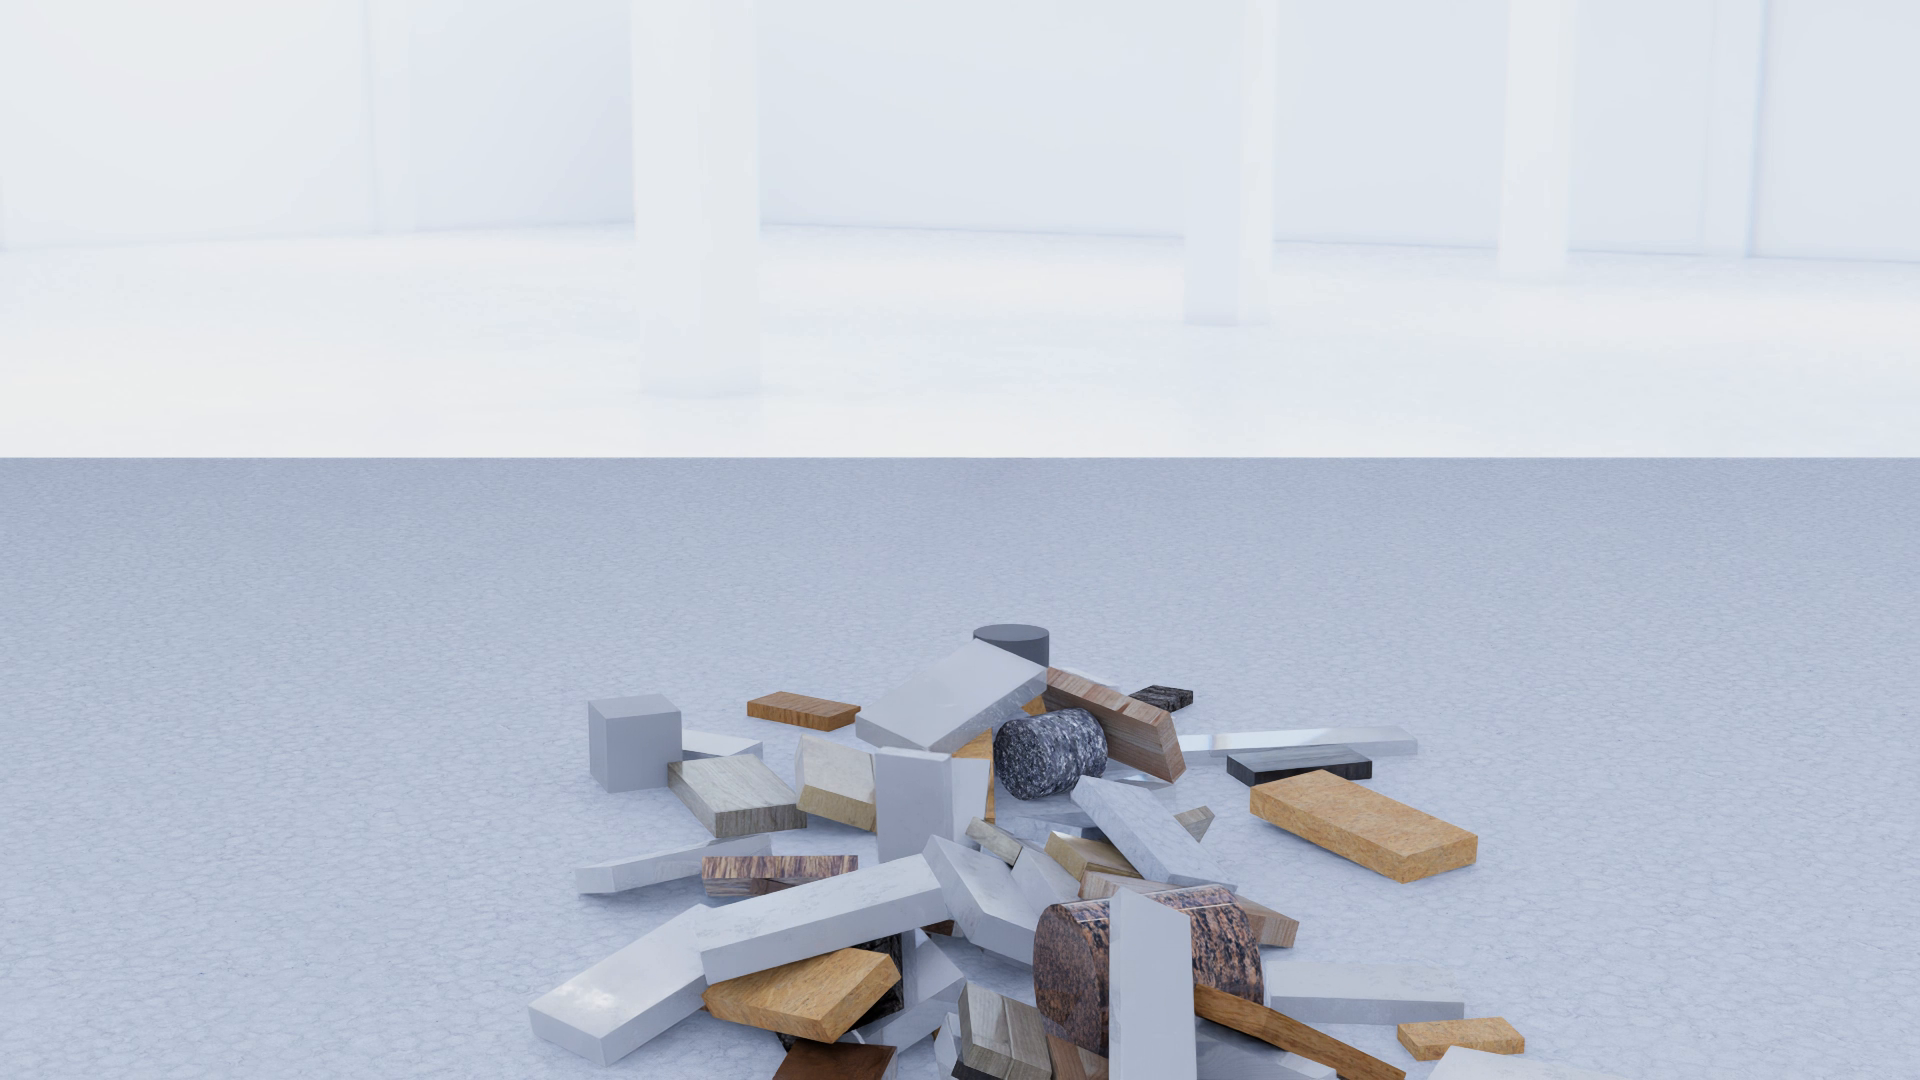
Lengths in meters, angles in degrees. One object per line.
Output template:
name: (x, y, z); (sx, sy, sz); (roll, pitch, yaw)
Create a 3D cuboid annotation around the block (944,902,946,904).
block: (-0.081, 0.574, 3.487); (0.086, 0.024, 0.172); (10, -9, 13)

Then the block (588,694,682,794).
block: (-0.636, 0.397, 4.305); (0.148, 0.148, 0.148); (-4, 11, -22)

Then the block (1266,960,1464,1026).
block: (0.585, 0.659, 3.194); (0.272, 0.039, 0.136); (1, 11, 5)

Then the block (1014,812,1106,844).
block: (0.231, 0.503, 3.825); (0.126, 0.036, 0.340); (6, -1, 30)

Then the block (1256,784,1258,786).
block: (0.660, 0.486, 4.158); (0.184, 0.026, 0.092); (-1, 11, -6)

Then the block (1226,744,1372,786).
block: (0.669, 0.447, 4.339); (0.254, 0.036, 0.127); (-3, 11, -18)

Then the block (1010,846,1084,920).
block: (0.202, 0.581, 3.390); (0.176, 0.050, 0.352); (24, 5, -14)

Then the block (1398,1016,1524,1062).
block: (0.695, 0.693, 3.055); (0.155, 0.022, 0.077); (-2, 11, -10)

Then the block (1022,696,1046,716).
block: (0.146, 0.344, 4.720); (0.201, 0.100, 0.028); (7, 13, 33)

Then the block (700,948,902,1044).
block: (-0.222, 0.617, 3.039); (0.279, 0.040, 0.140); (-3, 29, 49)

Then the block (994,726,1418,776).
block: (0.442, 0.428, 4.455); (0.979, 0.032, 0.113); (-2, 11, -10)

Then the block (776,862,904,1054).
block: (-0.173, 0.598, 3.168); (0.174, 0.049, 0.347); (-24, 18, 6)

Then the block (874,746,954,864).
block: (-0.074, 0.470, 3.635); (0.123, 0.247, 0.035); (4, 15, 23)

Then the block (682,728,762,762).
block: (-0.541, 0.424, 4.462); (0.254, 0.036, 0.127); (6, 12, 28)

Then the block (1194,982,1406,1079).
block: (0.434, 0.645, 2.827); (0.272, 0.039, 0.136); (30, -13, -33)

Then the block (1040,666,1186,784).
block: (0.292, 0.357, 4.261); (0.304, 0.152, 0.043); (19, 50, 41)

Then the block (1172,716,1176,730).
block: (0.302, 0.385, 4.507); (0.254, 0.036, 0.127); (-5, 9, -30)

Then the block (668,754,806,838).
block: (-0.423, 0.478, 4.137); (0.171, 0.049, 0.343); (-4, 11, -21)

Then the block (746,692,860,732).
block: (-0.338, 0.370, 4.763); (0.226, 0.032, 0.113); (7, 13, 35)

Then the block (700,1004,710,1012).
block: (-0.330, 0.626, 3.347); (0.162, 0.046, 0.325); (8, 13, 37)

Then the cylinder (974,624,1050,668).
cylinder: (0.113, 0.285, 4.850); (0.168, 0.168, 0.168); (0, 11, 0)

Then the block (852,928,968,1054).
block: (-0.106, 0.628, 3.151); (0.162, 0.046, 0.325); (-31, 18, -12)

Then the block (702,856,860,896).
block: (-0.292, 0.551, 3.606); (0.251, 0.036, 0.126); (0, -23, -2)

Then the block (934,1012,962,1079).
block: (0.078, 0.725, 2.638); (0.174, 0.049, 0.556); (21, 8, -8)

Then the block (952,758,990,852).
block: (-0.016, 0.479, 3.901); (0.123, 0.035, 0.247); (2, 34, 4)

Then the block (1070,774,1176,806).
block: (0.310, 0.482, 4.177); (0.185, 0.026, 0.092); (-7, 13, -35)

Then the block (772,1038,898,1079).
block: (-0.177, 0.724, 2.841); (0.139, 0.040, 0.279); (2, 11, 10)

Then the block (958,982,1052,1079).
block: (0.055, 0.627, 2.779); (0.104, 0.030, 0.209); (22, 8, -5)

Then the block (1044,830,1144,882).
block: (0.273, 0.538, 3.578); (0.251, 0.036, 0.126); (17, 8, -29)

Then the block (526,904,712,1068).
block: (-0.436, 0.631, 3.141); (0.162, 0.046, 0.325); (11, 27, 41)

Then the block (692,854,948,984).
block: (-0.201, 0.533, 3.112); (0.343, 0.049, 0.171); (-14, 10, -8)

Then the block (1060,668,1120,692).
block: (0.260, 0.325, 4.443); (0.028, 0.100, 0.201); (-3, 8, -26)

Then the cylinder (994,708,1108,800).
cylinder: (0.174, 0.409, 4.219); (0.155, 0.155, 0.155); (-8, 13, -38)

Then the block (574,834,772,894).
block: (-0.480, 0.543, 3.693); (0.294, 0.042, 0.147); (-7, -4, -34)

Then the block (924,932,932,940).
block: (-0.106, 0.623, 3.450); (0.111, 0.016, 0.055); (7, 13, 34)

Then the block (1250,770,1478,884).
block: (0.713, 0.505, 3.915); (0.176, 0.050, 0.393); (-9, 17, -32)

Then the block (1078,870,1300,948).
block: (0.354, 0.570, 3.396); (0.323, 0.042, 0.147); (15, 1, -34)

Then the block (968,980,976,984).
block: (-0.052, 0.650, 3.178); (0.142, 0.020, 0.071); (2, 17, 44)

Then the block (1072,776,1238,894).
block: (0.317, 0.493, 3.617); (0.147, 0.042, 0.294); (15, 18, -34)

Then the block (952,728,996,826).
block: (-0.027, 0.433, 4.077); (0.178, 0.050, 0.355); (-1, 28, 0)

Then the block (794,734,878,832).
block: (-0.220, 0.454, 4.122); (0.171, 0.049, 0.343); (18, 8, -8)

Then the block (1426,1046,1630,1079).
block: (0.752, 0.723, 2.849); (0.272, 0.039, 0.136); (5, 12, 27)

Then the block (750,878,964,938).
block: (-0.161, 0.579, 3.469); (0.332, 0.024, 0.086); (10, -9, 13)

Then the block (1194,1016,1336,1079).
block: (0.360, 0.692, 2.766); (0.036, 0.127, 0.255); (-13, 17, -41)

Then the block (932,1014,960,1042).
block: (-0.011, 0.678, 3.139); (0.071, 0.020, 0.142); (-2, 11, -9)

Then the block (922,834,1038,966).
block: (0.061, 0.567, 3.425); (0.176, 0.050, 0.352); (23, 5, -17)

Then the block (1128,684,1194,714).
block: (0.420, 0.359, 4.834); (0.100, 0.028, 0.201); (7, 13, 34)

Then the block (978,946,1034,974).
block: (0.061, 0.611, 3.393); (0.086, 0.024, 0.172); (24, 5, -14)

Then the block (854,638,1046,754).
block: (-0.014, 0.309, 4.198); (0.178, 0.050, 0.355); (21, 36, 35)

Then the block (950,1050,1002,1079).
block: (0.038, 0.651, 2.757); (0.077, 0.022, 0.160); (23, 8, 5)

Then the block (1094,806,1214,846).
block: (0.308, 0.527, 3.756); (0.309, 0.092, 0.026); (-10, 45, -42)

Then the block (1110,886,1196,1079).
block: (0.237, 0.595, 2.716); (0.104, 0.030, 0.414); (25, 31, -11)

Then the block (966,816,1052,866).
block: (0.107, 0.528, 3.699); (0.123, 0.035, 0.247); (26, -4, -19)

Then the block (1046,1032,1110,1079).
block: (0.193, 0.718, 2.649); (0.174, 0.049, 0.347); (25, 7, -9)

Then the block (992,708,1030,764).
block: (0.078, 0.387, 4.469); (0.152, 0.043, 0.304); (-4, 11, -18)

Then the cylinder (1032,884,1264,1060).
cylinder: (0.252, 0.598, 2.986); (0.235, 0.235, 0.235); (-4, 11, -20)
